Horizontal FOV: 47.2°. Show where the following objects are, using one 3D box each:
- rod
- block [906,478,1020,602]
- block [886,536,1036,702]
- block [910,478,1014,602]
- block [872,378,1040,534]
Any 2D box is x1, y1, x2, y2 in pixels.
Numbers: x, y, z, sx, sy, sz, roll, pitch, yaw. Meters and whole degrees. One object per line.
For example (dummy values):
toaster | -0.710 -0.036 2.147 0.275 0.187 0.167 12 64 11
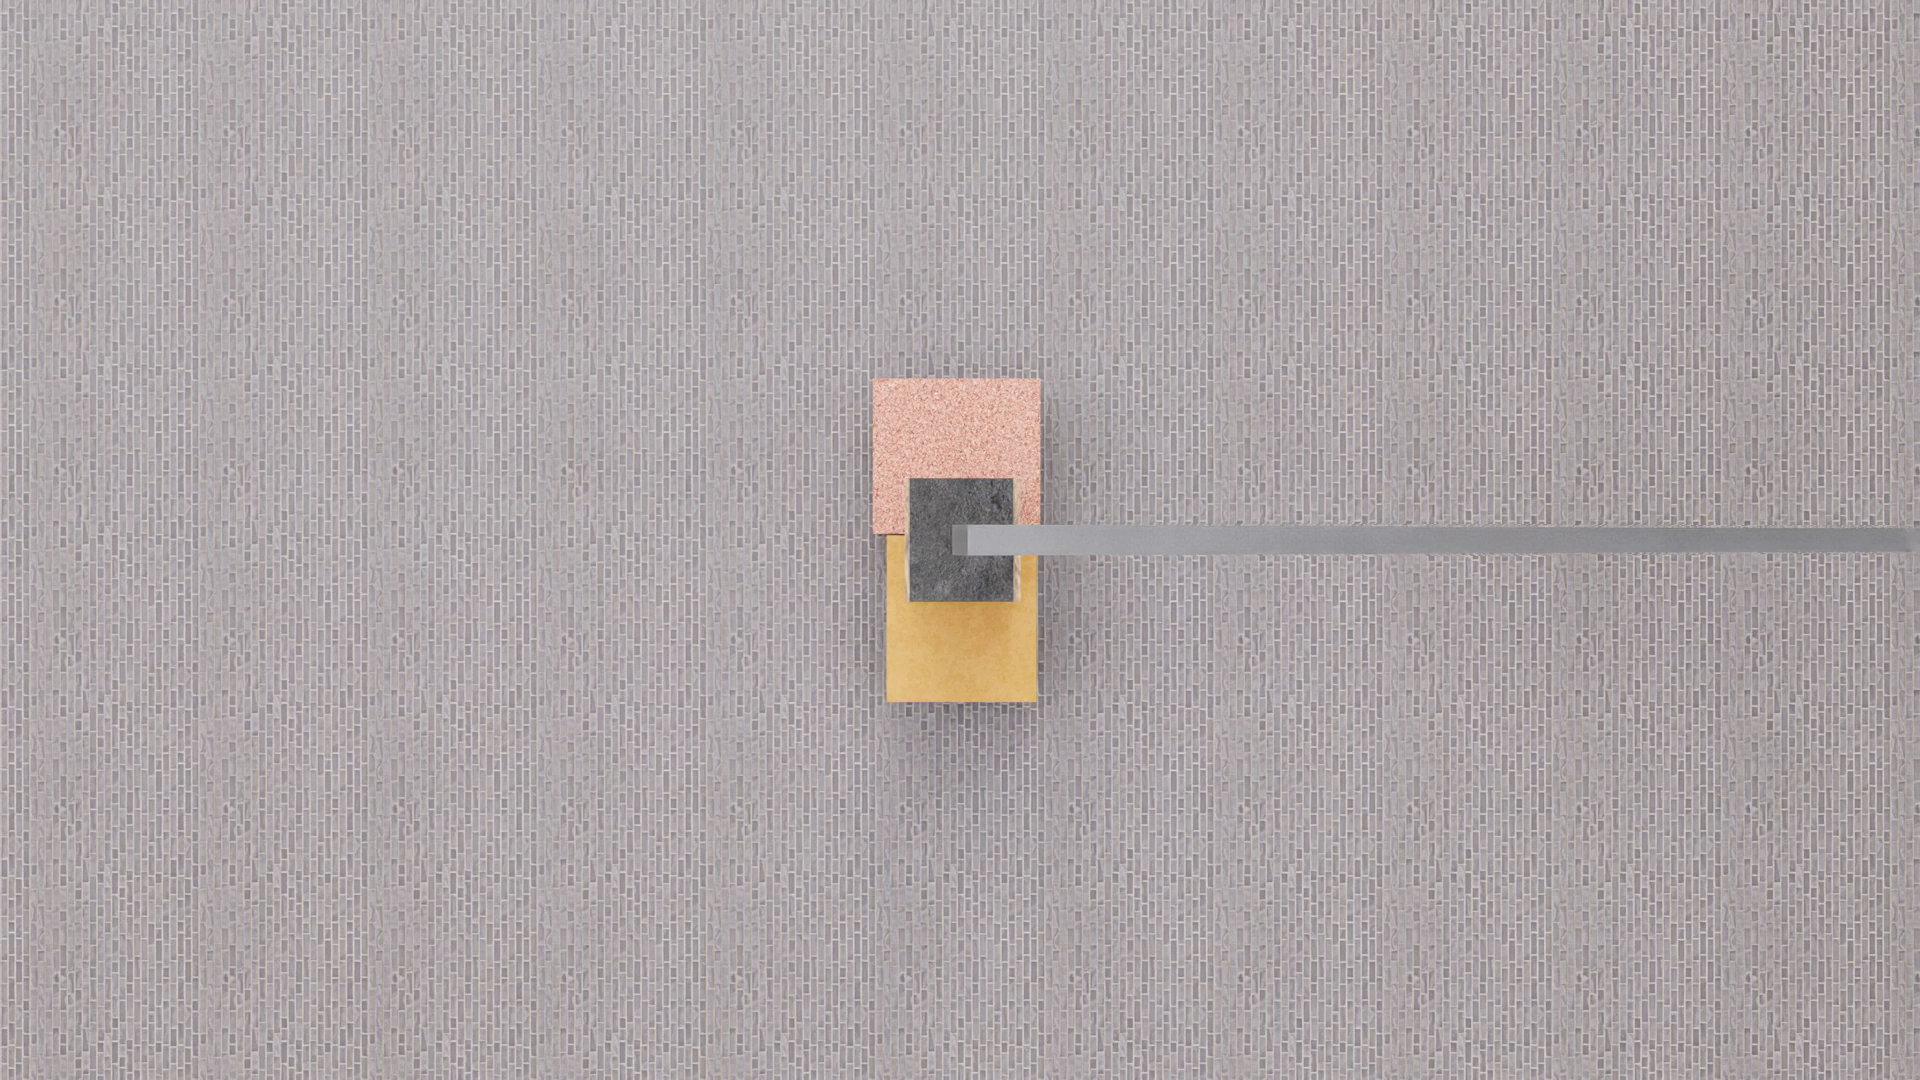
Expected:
rod | 2.234 0.000 7.046 5.200 0.080 0.080 0 90 -31
block | 0.015 0.000 11.823 0.603 0.722 0.638 0 90 0
block | 0.010 0.436 12.592 0.830 0.817 0.922 0 90 0
block | 0.007 0.000 11.160 0.514 0.603 0.611 0 90 0
block | -0.019 -0.466 12.610 0.930 0.780 0.863 0 90 0
